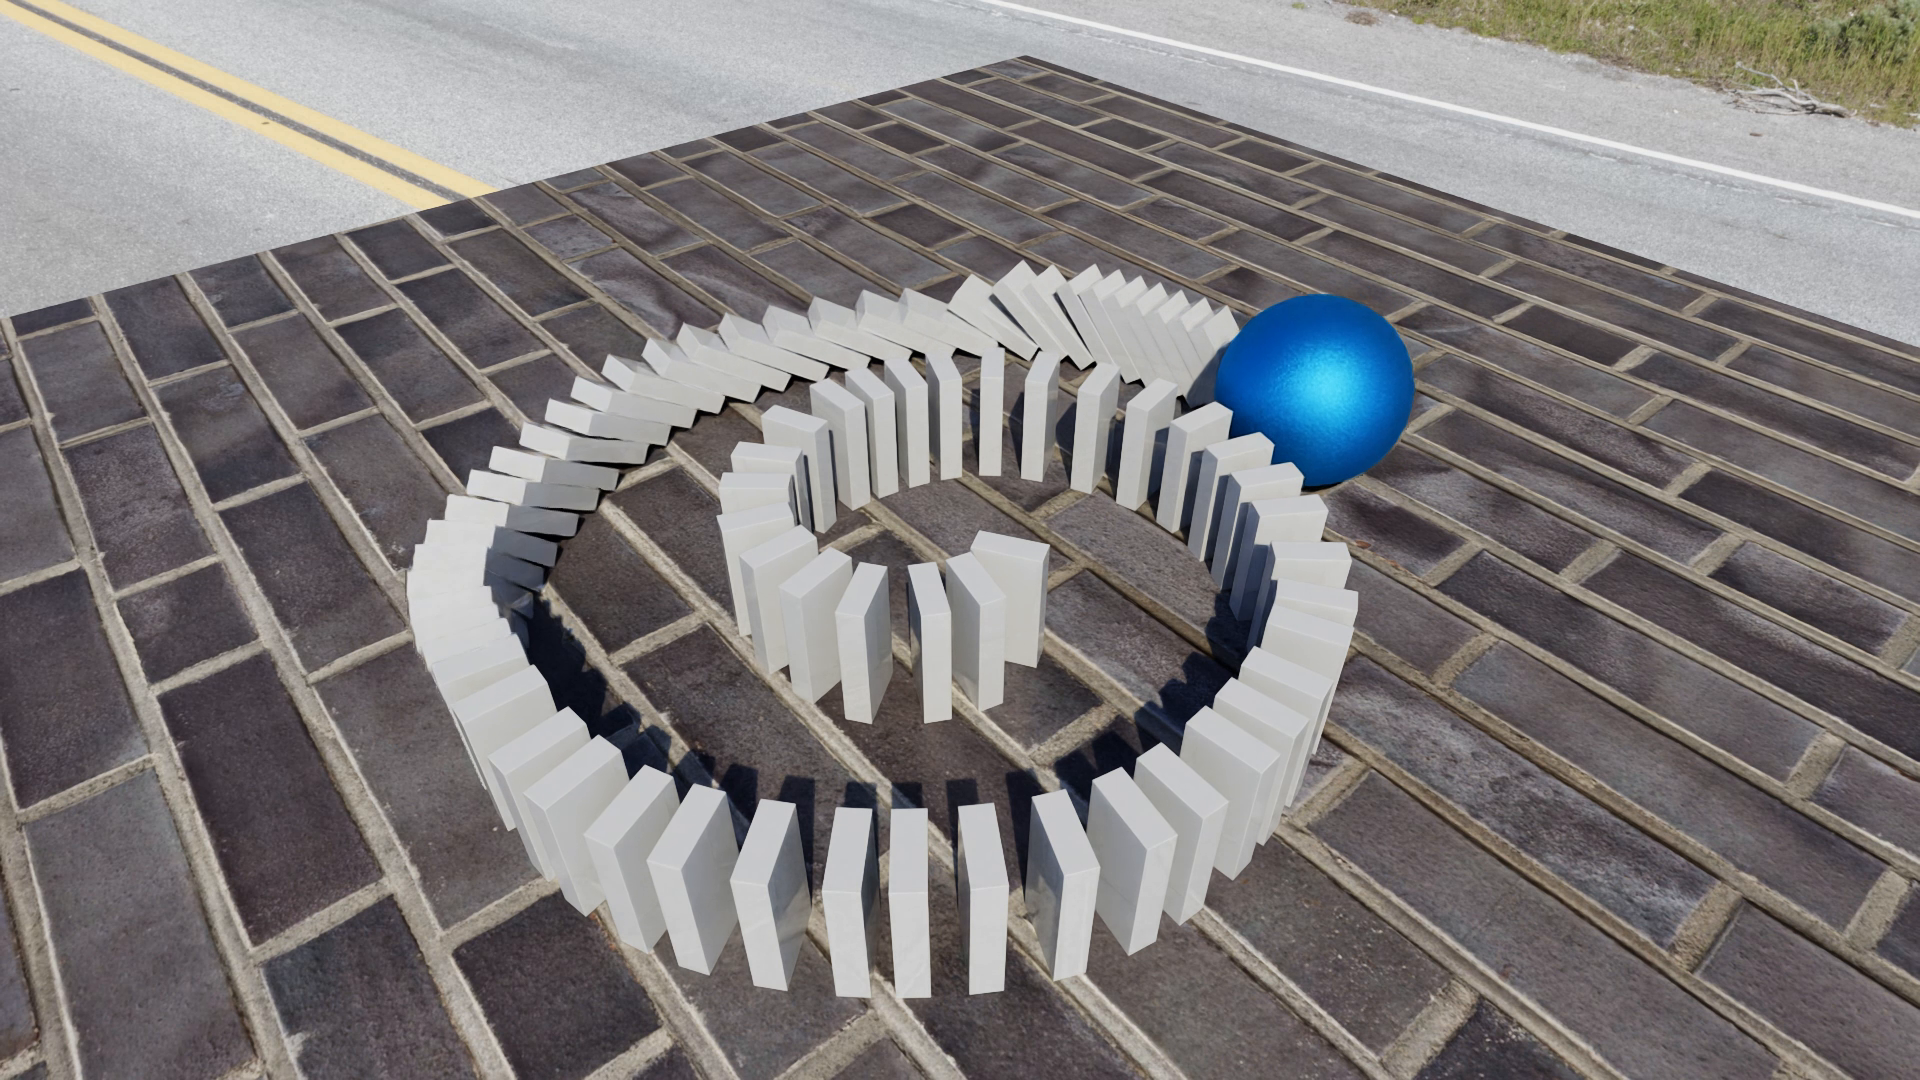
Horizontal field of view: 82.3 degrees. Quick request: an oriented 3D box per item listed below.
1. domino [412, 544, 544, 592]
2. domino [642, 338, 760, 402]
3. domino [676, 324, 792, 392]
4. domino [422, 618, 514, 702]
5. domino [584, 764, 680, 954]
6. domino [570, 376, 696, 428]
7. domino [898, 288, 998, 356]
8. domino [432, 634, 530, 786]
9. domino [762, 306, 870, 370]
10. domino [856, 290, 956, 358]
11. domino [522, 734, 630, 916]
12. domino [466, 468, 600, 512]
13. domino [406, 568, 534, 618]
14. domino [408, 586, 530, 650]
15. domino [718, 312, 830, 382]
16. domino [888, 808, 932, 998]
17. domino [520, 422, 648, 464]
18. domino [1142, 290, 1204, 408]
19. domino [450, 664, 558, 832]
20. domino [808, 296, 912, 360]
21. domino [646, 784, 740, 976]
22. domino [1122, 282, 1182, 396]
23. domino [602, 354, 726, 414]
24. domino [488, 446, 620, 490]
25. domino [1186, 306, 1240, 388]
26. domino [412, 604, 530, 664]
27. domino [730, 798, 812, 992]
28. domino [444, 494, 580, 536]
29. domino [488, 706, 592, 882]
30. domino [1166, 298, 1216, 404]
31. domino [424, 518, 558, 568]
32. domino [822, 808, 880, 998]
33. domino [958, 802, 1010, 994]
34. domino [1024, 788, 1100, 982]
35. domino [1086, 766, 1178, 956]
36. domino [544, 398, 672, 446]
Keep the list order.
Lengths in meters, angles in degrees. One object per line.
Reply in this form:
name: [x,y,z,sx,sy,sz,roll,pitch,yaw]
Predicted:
domino: [-0.175,0.011,0.403,0.025,0.050,0.010,1,80,2]
domino: [-0.122,-0.080,0.521,0.050,0.009,0.025,11,24,-45]
domino: [-0.109,-0.088,0.529,0.050,0.009,0.025,14,24,-40]
domino: [-0.154,0.045,0.356,0.025,0.050,0.010,-18,60,-21]
domino: [-0.086,0.089,0.303,0.009,0.050,0.025,17,42,20]
domino: [-0.147,-0.062,0.497,0.025,0.010,0.050,24,10,30]
domino: [-0.006,-0.110,0.561,0.050,0.009,0.025,17,34,-21]
domino: [-0.144,0.054,0.345,0.025,0.050,0.009,-21,47,-23]
domino: [-0.071,-0.099,0.546,0.050,0.009,0.025,14,30,-33]
domino: [-0.028,-0.109,0.559,0.050,0.010,0.025,18,34,-21]
domino: [-0.104,0.082,0.312,0.009,0.050,0.025,26,46,28]
domino: [-0.171,-0.020,0.445,0.025,0.009,0.050,12,2,14]
domino: [-0.173,0.020,0.391,0.025,0.050,0.010,-3,77,-3]
domino: [-0.167,0.029,0.378,0.025,0.050,0.009,-9,73,-11]
domino: [-0.091,-0.094,0.538,0.050,0.010,0.025,14,27,-37]
domino: [-0.013,0.097,0.293,0.009,0.050,0.025,-1,39,-1]
domino: [-0.161,-0.041,0.473,0.025,0.010,0.050,18,9,21]
domino: [0.108,-0.091,0.527,0.009,0.050,0.025,-16,20,47]
domino: [-0.133,0.064,0.334,0.025,0.050,0.009,-28,47,-30]
domino: [-0.050,-0.105,0.553,0.050,0.010,0.025,15,32,-27]
domino: [-0.070,0.093,0.298,0.009,0.050,0.025,11,41,13]
domino: [0.099,-0.096,0.533,0.009,0.050,0.025,-16,20,47]
domino: [-0.137,-0.072,0.509,0.025,0.010,0.050,34,16,38]
domino: [-0.167,-0.029,0.456,0.025,0.009,0.050,14,2,16]
domino: [0.127,-0.081,0.514,0.010,0.050,0.025,-15,20,48]
domino: [-0.162,0.037,0.367,0.025,0.050,0.009,-13,69,-16]
domino: [-0.050,0.096,0.295,0.009,0.050,0.025,6,40,7]
domino: [-0.174,-0.009,0.430,0.025,0.009,0.050,9,-1,11]
domino: [-0.117,0.075,0.320,0.010,0.050,0.025,31,48,32]
domino: [0.118,-0.087,0.521,0.010,0.050,0.025,-15,20,48]
domino: [-0.175,0.002,0.415,0.025,0.050,0.009,5,82,6]
domino: [-0.028,0.097,0.293,0.010,0.050,0.025,2,39,2]
domino: [0.006,0.096,0.294,0.009,0.050,0.025,-5,40,-6]
domino: [0.027,0.094,0.297,0.010,0.050,0.025,-10,40,-12]
domino: [0.045,0.089,0.303,0.009,0.050,0.025,-19,43,-22]
domino: [-0.154,-0.052,0.484,0.025,0.009,0.050,19,7,24]
